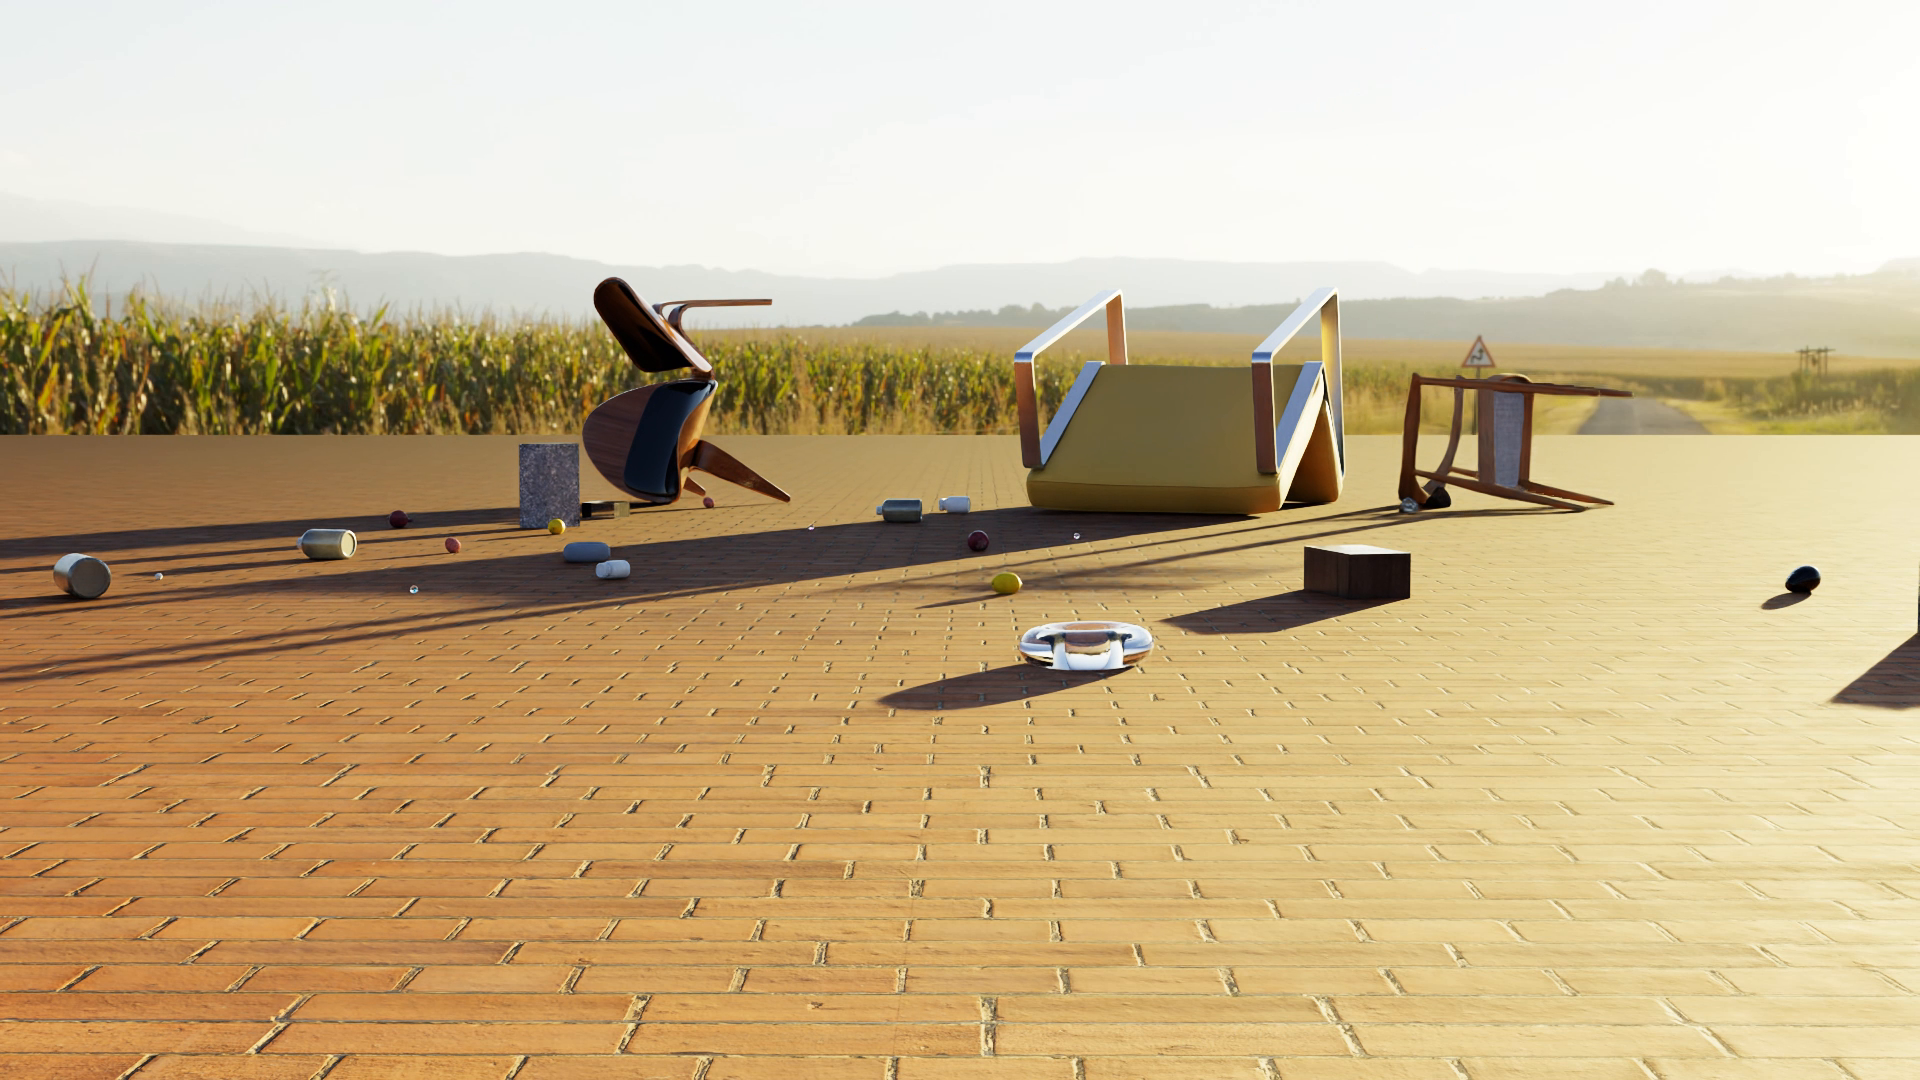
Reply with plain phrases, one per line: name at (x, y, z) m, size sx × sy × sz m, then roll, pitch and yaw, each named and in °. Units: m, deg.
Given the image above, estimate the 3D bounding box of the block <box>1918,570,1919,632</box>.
block at (1.842, 0.105, 4.050) m, size 0.099 × 0.132 × 0.109 m, roll -3°, pitch 5°, yaw -41°

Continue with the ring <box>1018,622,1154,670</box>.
ring at (0.206, 0.172, 3.584) m, size 0.225 × 0.064 × 0.213 m, roll -3°, pitch 4°, yaw -32°

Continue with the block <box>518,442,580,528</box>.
block at (-1.336, -0.179, 7.158) m, size 0.120 × 0.272 × 0.155 m, roll 2°, pitch 5°, yaw 31°

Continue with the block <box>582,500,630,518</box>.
block at (-1.240, -0.106, 7.702) m, size 0.124 × 0.054 × 0.120 m, roll 1°, pitch 4°, yaw 18°

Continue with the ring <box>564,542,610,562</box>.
ring at (-0.971, 0.032, 5.724) m, size 0.122 × 0.049 × 0.118 m, roll -2°, pitch 6°, yaw -21°

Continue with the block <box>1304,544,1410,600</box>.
block at (0.870, 0.069, 4.830) m, size 0.142 × 0.097 × 0.254 m, roll -1°, pitch 4°, yaw -13°

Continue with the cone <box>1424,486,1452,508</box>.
cone at (1.800, -0.145, 8.374) m, size 0.095 × 0.087 × 0.114 m, roll -28°, pitch -19°, yaw 37°
